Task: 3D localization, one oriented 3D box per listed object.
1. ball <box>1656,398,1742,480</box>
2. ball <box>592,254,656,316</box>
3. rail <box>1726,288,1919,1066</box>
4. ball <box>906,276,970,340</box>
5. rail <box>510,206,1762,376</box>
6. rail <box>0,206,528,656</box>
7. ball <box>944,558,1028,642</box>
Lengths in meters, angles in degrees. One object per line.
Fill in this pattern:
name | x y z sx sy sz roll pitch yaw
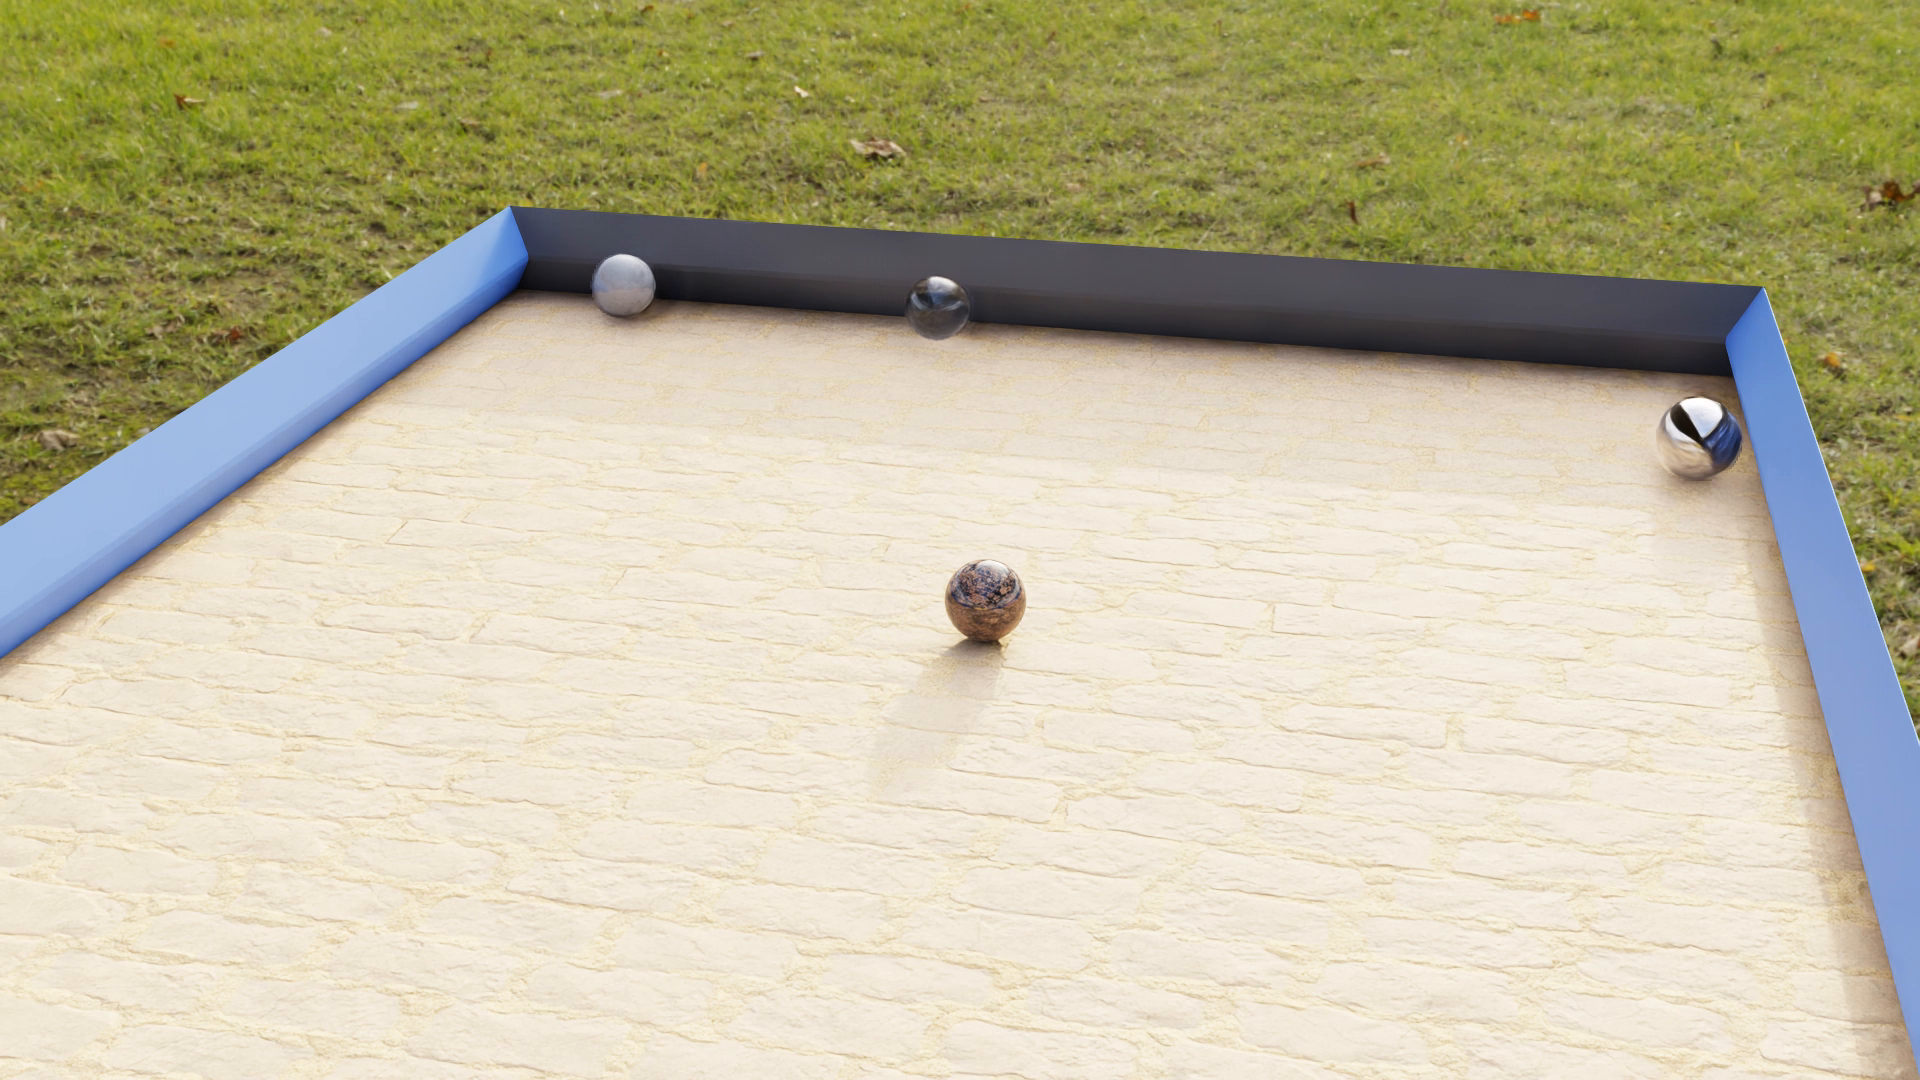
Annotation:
ball | 0.890 -0.122 2.652 0.098 0.098 0.098 0 24 0
ball | -0.494 -0.374 3.231 0.091 0.091 0.091 0 24 0
rail | 0.658 0.407 1.415 0.045 0.128 3.505 5 24 12
ball | -0.032 -0.330 3.132 0.092 0.092 0.092 0 24 0
rail | 0.193 -0.354 3.138 1.807 0.128 0.045 5 24 12
rail | -1.056 0.245 1.780 0.045 0.128 3.505 5 24 12
ball | 0.026 0.061 2.252 0.085 0.085 0.085 0 24 0
